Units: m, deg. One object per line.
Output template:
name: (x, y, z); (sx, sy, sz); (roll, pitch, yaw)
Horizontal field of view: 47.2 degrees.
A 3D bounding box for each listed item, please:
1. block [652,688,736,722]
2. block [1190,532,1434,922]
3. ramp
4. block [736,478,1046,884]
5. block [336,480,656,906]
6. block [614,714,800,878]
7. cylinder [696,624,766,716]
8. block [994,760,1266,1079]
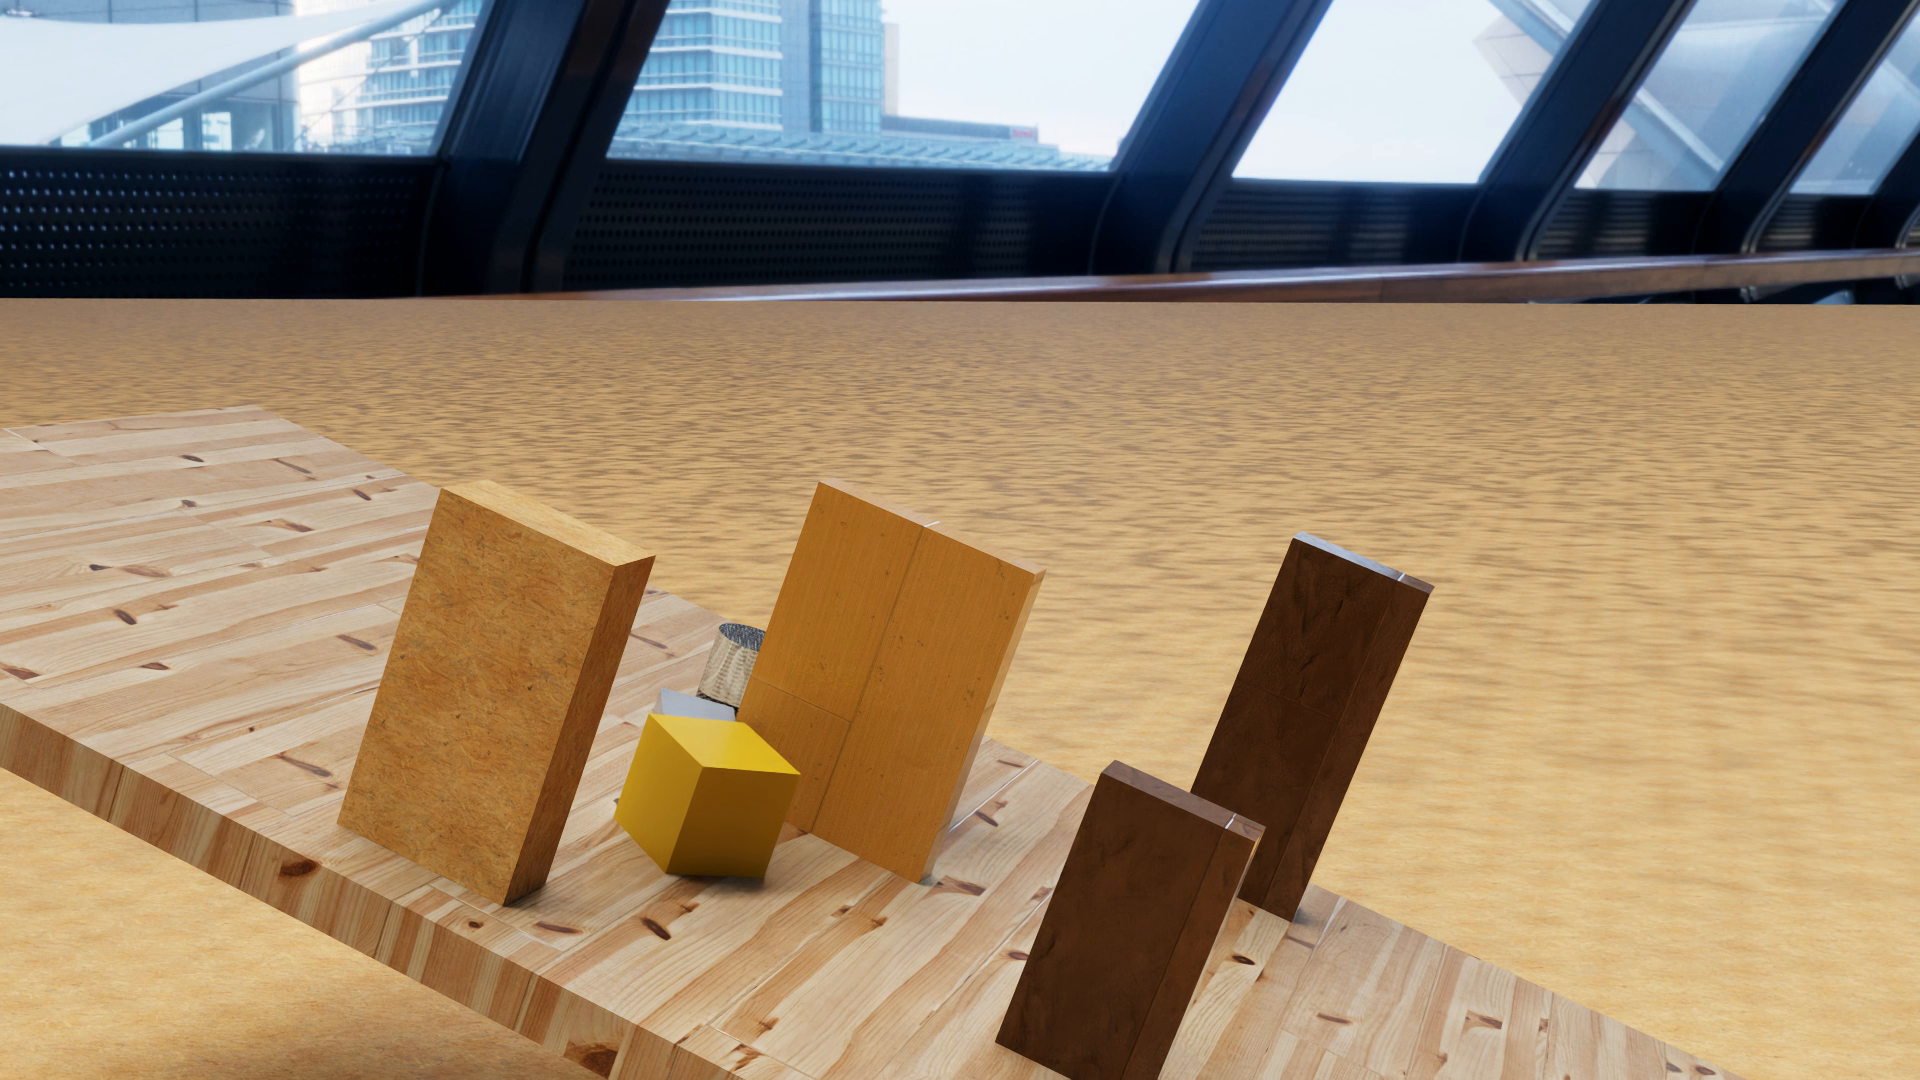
block: (-0.517, 0.389, 4.163); (0.146, 0.146, 0.146); (17, 13, -14)
block: (0.711, 0.394, 4.646); (0.300, 0.761, 0.119); (23, 13, 13)
ramp: (-0.323, 0.585, 4.205); (4.000, 0.100, 2.000); (23, 13, 13)
block: (-0.158, 0.262, 4.130); (0.444, 0.635, 0.084); (23, 13, 13)
block: (-0.732, 0.237, 3.462); (0.311, 0.579, 0.143); (23, 13, 13)
block: (-0.447, 0.451, 3.872); (0.205, 0.205, 0.205); (10, 16, -39)
cylinder: (-0.458, 0.285, 4.656); (0.164, 0.164, 0.164); (19, 12, -4)
block: (0.272, 0.637, 3.542); (0.264, 0.492, 0.098); (23, 13, 13)
